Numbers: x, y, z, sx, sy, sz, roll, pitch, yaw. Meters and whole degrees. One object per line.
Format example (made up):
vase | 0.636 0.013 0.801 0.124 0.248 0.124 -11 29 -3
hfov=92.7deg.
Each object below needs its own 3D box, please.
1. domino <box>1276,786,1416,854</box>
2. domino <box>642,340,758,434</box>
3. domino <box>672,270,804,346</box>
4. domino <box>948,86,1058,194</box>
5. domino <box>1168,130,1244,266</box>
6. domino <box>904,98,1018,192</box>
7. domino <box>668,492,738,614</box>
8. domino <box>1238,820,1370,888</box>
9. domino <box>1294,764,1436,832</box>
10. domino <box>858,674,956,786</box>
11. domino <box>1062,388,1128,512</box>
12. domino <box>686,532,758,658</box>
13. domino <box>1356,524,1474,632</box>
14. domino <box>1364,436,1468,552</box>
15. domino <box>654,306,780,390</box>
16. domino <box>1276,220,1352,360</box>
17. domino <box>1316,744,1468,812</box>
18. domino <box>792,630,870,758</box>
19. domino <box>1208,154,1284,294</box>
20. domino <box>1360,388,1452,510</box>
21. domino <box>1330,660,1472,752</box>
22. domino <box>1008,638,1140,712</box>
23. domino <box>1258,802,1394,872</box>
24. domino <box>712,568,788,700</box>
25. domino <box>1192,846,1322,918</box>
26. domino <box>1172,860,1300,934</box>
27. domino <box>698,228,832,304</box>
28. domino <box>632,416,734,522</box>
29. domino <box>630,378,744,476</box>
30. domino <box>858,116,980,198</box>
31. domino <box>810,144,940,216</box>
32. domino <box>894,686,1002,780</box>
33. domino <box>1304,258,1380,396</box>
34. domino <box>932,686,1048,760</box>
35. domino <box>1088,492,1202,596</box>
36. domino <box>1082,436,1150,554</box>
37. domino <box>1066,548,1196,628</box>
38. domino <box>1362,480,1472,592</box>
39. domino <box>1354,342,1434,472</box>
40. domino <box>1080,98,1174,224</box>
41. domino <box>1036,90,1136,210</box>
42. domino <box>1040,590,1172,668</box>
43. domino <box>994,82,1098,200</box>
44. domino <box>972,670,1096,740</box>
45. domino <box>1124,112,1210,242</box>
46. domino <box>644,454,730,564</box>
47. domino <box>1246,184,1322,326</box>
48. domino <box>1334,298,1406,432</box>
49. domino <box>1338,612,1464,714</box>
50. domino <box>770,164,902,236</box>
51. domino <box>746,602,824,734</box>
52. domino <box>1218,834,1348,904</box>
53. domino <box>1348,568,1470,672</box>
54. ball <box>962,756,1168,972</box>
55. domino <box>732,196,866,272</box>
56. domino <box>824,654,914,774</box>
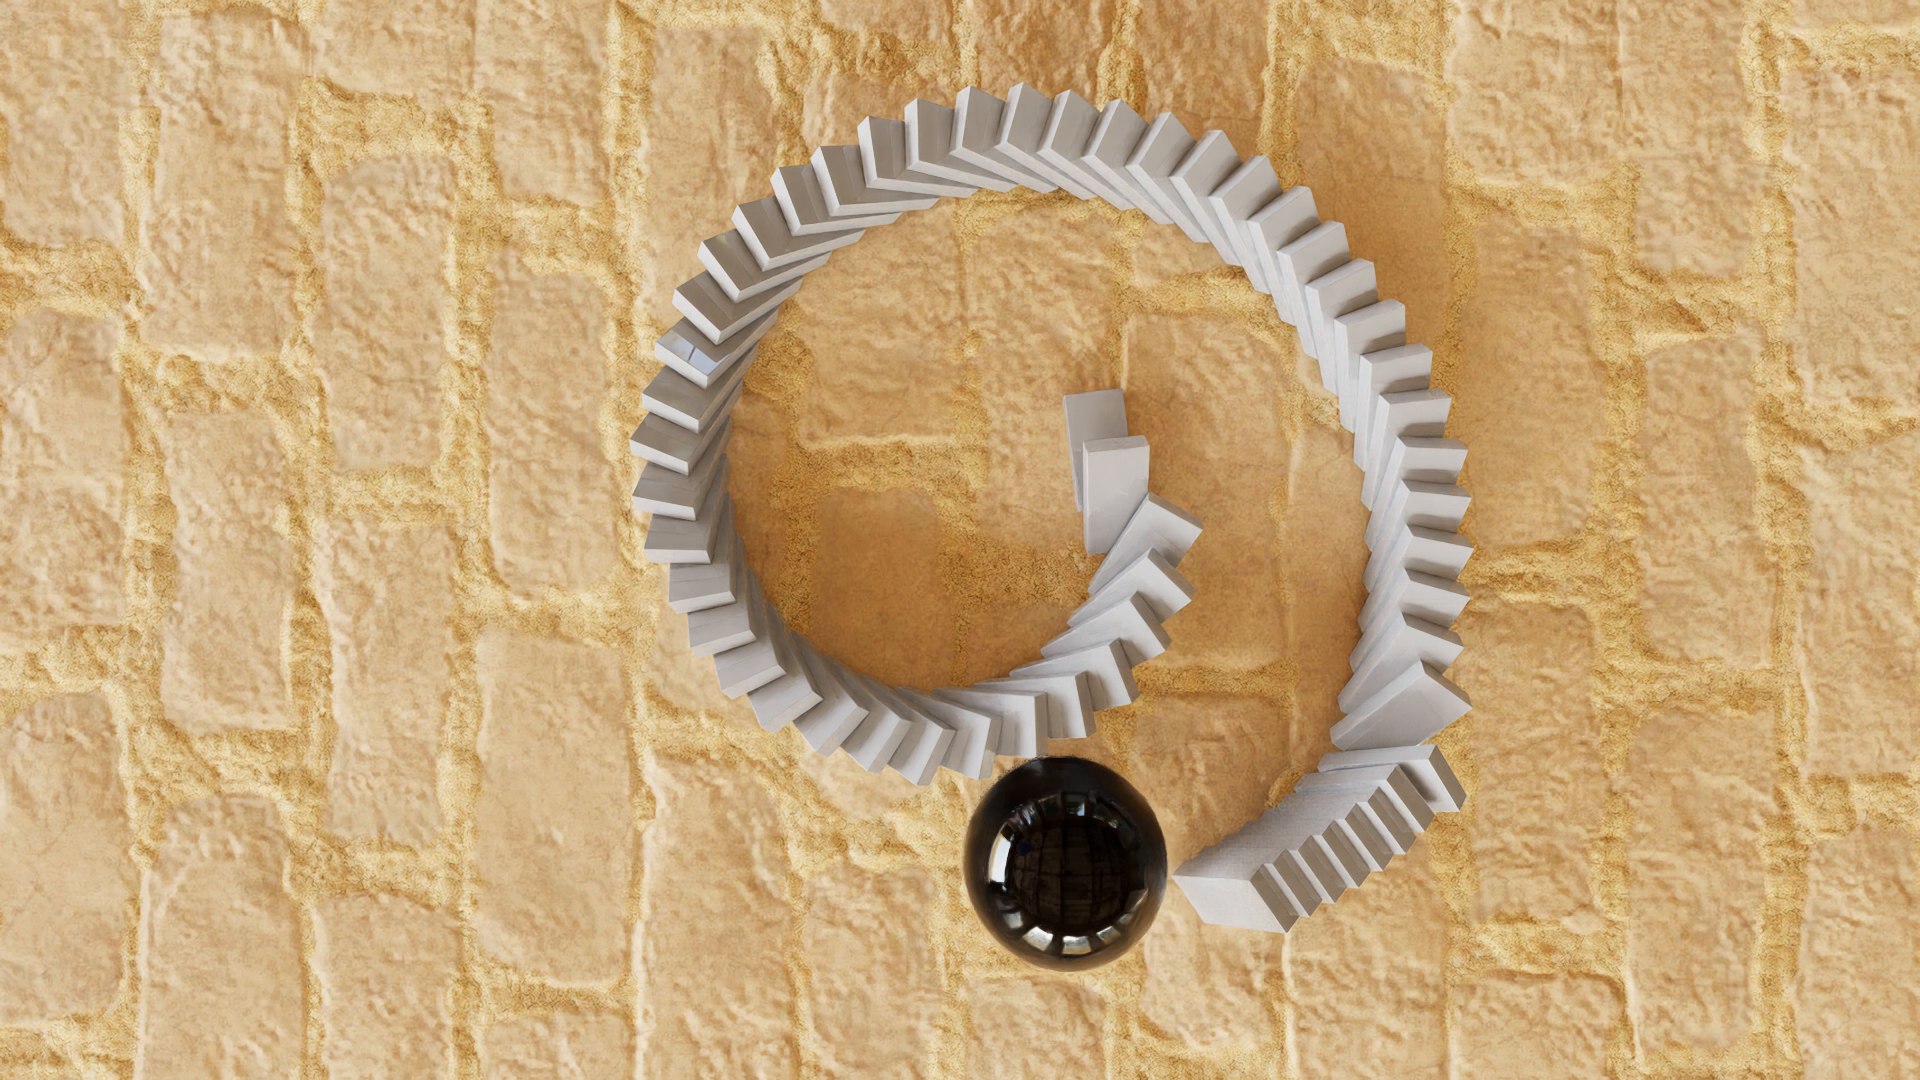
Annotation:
domino | 0.157 0.116 0.376 0.010 0.050 0.025 -37 90 -30
domino | -0.107 -0.069 0.382 0.025 0.010 0.050 26 56 0
domino | -0.092 -0.104 0.382 0.025 0.010 0.050 43 56 0
domino | 0.020 -0.166 0.382 0.050 0.009 0.025 8 90 -34
domino | 0.110 -0.142 0.382 0.025 0.009 0.050 -50 123 0
domino | 0.001 -0.164 0.382 0.050 0.009 0.025 -1 90 -34
domino | -0.107 0.005 0.382 0.025 0.009 0.050 -10 56 0
domino | 0.139 0.128 0.376 0.010 0.050 0.025 -35 90 -29
domino | 0.164 0.107 0.376 0.009 0.050 0.025 -37 90 -30
domino | -0.028 0.078 0.382 0.050 0.010 0.025 26 90 35
domino | 0.060 -0.038 0.395 0.025 0.009 0.050 -7 90 0
domino | -0.100 0.022 0.382 0.025 0.009 0.050 -17 56 0
domino | 0.189 0.019 0.382 0.025 0.010 0.050 11 123 0
domino | 0.189 -0.018 0.382 0.025 0.009 0.050 2 123 0
domino | -0.101 -0.087 0.382 0.025 0.009 0.050 34 56 0
domino | 0.151 -0.104 0.382 0.025 0.010 0.050 -31 123 0
domino | 0.176 0.099 0.376 0.009 0.050 0.025 -38 98 -36
domino | -0.062 0.063 0.382 0.025 0.009 0.050 -48 55 0
domino | 0.126 -0.131 0.382 0.025 0.009 0.050 -43 123 0
domino | 0.185 -0.037 0.382 0.025 0.010 0.050 -6 123 0
domino | 0.183 0.074 0.382 0.025 0.010 0.050 35 122 -5
domino | 0.047 0.060 0.382 0.050 0.009 0.025 -22 90 35
domino | 0.148 0.122 0.376 0.009 0.050 0.025 -37 90 -30
domino | -0.091 0.038 0.382 0.025 0.009 0.050 -25 55 0
domino | 0.121 0.139 0.376 0.010 0.050 0.025 -35 90 -29
domino | 0.112 0.146 0.376 0.010 0.050 0.025 -35 90 -29
domino | -0.081 -0.120 0.382 0.050 0.010 0.025 -37 90 -34
domino | -0.115 -0.033 0.382 0.025 0.010 0.050 11 55 0
domino | -0.113 -0.052 0.382 0.025 0.010 0.050 22 56 0
domino | -0.017 -0.159 0.382 0.050 0.010 0.025 -8 90 -34
domino | -0.035 -0.151 0.382 0.050 0.010 0.025 -18 90 -33
domino | -0.008 0.079 0.382 0.050 0.009 0.025 12 90 34
domino | 0.162 -0.088 0.382 0.025 0.010 0.050 -27 123 0
domino | 0.012 0.075 0.382 0.050 0.010 0.025 -2 90 34
domino | 0.077 0.007 0.384 0.025 0.009 0.050 29 119 0
domino | 0.065 -0.018 0.382 0.025 0.010 0.050 -6 124 -1
domino | 0.071 0.028 0.381 0.025 0.010 0.050 44 126 -1
domino | 0.190 0.000 0.382 0.025 0.009 0.050 6 123 0
domino | 0.180 -0.055 0.382 0.025 0.009 0.050 -12 123 0
domino | 0.075 -0.157 0.382 0.050 0.009 0.025 25 90 -33
domino | 0.057 -0.162 0.382 0.050 0.009 0.025 19 90 -33
domino | 0.060 0.044 0.382 0.050 0.009 0.025 -35 90 35
domino | 0.039 -0.165 0.382 0.050 0.009 0.025 16 90 -33
domino | 0.030 0.070 0.382 0.050 0.009 0.025 -11 90 34
domino | 0.093 -0.150 0.382 0.050 0.009 0.025 32 90 -33
domino | -0.113 -0.014 0.382 0.025 0.009 0.050 1 56 0
domino | 0.140 -0.118 0.382 0.025 0.010 0.050 -35 123 0
domino | 0.172 -0.072 0.382 0.025 0.009 0.050 -20 123 0
domino | 0.183 0.056 0.383 0.025 0.009 0.050 21 123 0
domino | -0.051 -0.143 0.382 0.050 0.010 0.025 -21 90 -33
domino | -0.079 0.052 0.382 0.025 0.010 0.050 -35 55 0
domino | 0.130 0.134 0.376 0.009 0.050 0.025 -35 90 -29
domino | 0.187 0.037 0.383 0.025 0.009 0.050 16 123 0
ball | 0.041 0.126 0.360 0.080 0.080 0.080 0 90 0
domino | -0.066 -0.132 0.382 0.050 0.010 0.025 -31 90 -34
domino | -0.045 0.072 0.382 0.050 0.009 0.025 33 90 35
